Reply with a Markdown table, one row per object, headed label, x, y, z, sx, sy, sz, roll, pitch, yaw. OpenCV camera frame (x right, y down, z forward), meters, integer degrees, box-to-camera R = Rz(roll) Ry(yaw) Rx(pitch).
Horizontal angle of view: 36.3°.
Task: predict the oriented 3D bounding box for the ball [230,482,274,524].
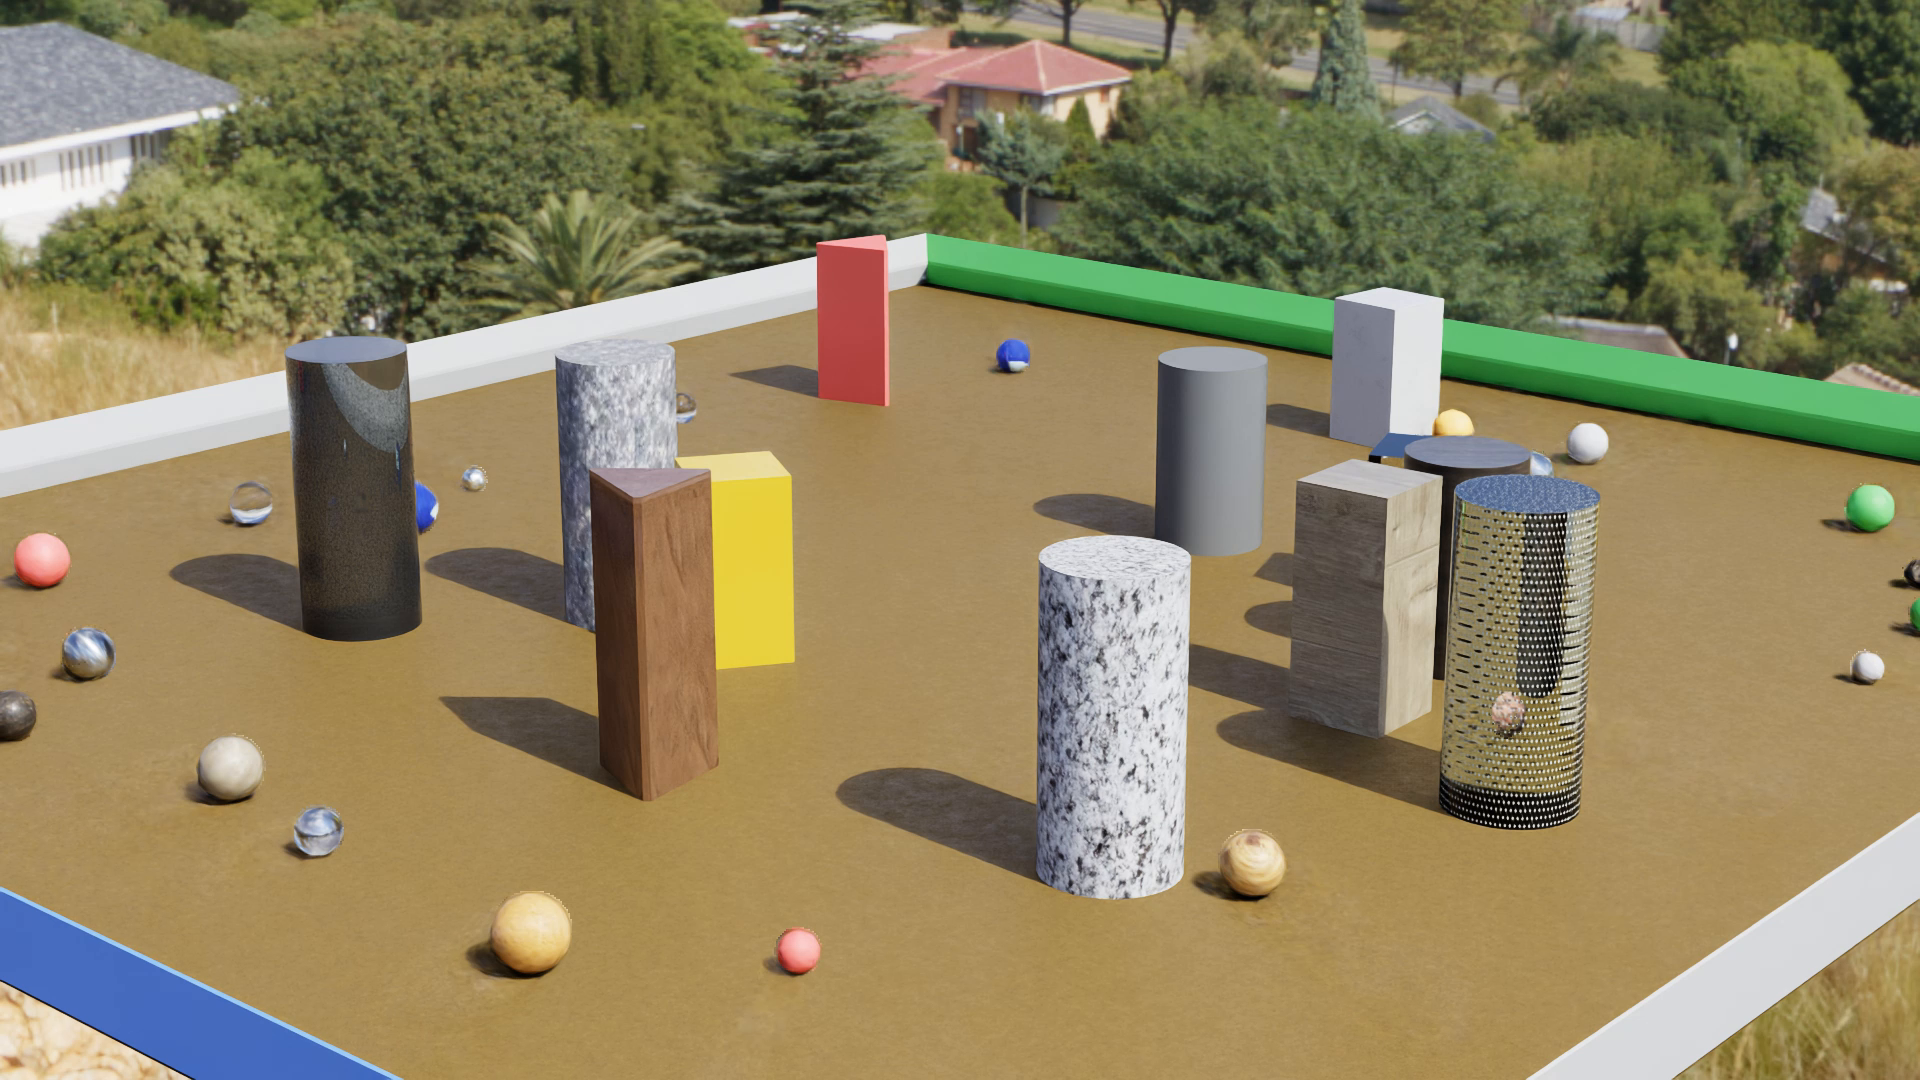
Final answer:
| label | x | y | z | sx | sy | sz | roll | pitch | yaw |
| --- | --- | --- | --- | --- | --- | --- | --- | --- | --- |
| ball | -1.341 | -0.070 | 5.548 | 0.081 | 0.081 | 0.081 | 0 | 17 | 0 |

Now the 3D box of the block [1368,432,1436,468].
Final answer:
| label | x | y | z | sx | sy | sz | roll | pitch | yaw |
| --- | --- | --- | --- | --- | --- | --- | --- | --- | --- |
| block | 0.799 | -0.029 | 5.083 | 0.160 | 0.271 | 0.160 | 6 | 18 | 19 |

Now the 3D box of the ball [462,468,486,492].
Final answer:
| label | x | y | z | sx | sy | sz | roll | pitch | yaw |
| --- | --- | --- | --- | --- | --- | --- | --- | --- | --- |
| ball | -0.957 | -0.118 | 5.769 | 0.046 | 0.046 | 0.046 | 0 | 17 | 0 |

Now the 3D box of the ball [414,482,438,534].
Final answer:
| label | x | y | z | sx | sy | sz | roll | pitch | yaw |
| --- | --- | --- | --- | --- | --- | --- | --- | --- | --- |
| ball | -1.027 | -0.060 | 5.484 | 0.099 | 0.099 | 0.099 | 0 | 17 | 0 |

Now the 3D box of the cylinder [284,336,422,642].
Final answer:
| label | x | y | z | sx | sy | sz | roll | pitch | yaw |
| --- | --- | --- | --- | --- | --- | --- | --- | --- | --- |
| cylinder | -1.016 | -0.087 | 4.920 | 0.200 | 0.477 | 0.200 | 0 | 17 | 0 |

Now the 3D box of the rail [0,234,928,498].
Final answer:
| label | x | y | z | sx | sy | sz | roll | pitch | yaw |
| --- | --- | --- | --- | --- | --- | --- | --- | --- | --- |
| rail | -1.359 | -0.308 | 6.249 | 0.045 | 0.130 | 3.928 | 14 | 22 | 39 |

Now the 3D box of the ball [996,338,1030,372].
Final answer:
| label | x | y | z | sx | sy | sz | roll | pitch | yaw |
| --- | --- | --- | --- | --- | --- | --- | --- | --- | --- |
| ball | 0.122 | -0.423 | 6.726 | 0.079 | 0.079 | 0.079 | 0 | 17 | 0 |

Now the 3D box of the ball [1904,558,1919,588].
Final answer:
| label | x | y | z | sx | sy | sz | roll | pitch | yaw |
| --- | --- | --- | --- | --- | --- | --- | --- | --- | --- |
| ball | 1.692 | 0.060 | 5.168 | 0.052 | 0.052 | 0.052 | 0 | 17 | 0 |

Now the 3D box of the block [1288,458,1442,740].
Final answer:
| label | x | y | z | sx | sy | sz | roll | pitch | yaw |
| --- | --- | --- | --- | --- | --- | --- | --- | --- | --- |
| block | 0.622 | 0.088 | 4.505 | 0.160 | 0.380 | 0.160 | 13 | 21 | 37 |

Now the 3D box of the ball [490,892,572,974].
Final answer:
| label | x | y | z | sx | sy | sz | roll | pitch | yaw |
| --- | --- | --- | --- | --- | --- | --- | --- | --- | --- |
| ball | -0.535 | 0.490 | 3.655 | 0.100 | 0.100 | 0.100 | 0 | 17 | 0 |

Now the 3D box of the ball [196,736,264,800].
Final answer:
| label | x | y | z | sx | sy | sz | roll | pitch | yaw |
| --- | --- | --- | --- | --- | --- | --- | --- | --- | --- |
| ball | -1.047 | 0.328 | 4.207 | 0.093 | 0.093 | 0.093 | 0 | 17 | 0 |

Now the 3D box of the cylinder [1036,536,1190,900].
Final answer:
| label | x | y | z | sx | sy | sz | roll | pitch | yaw |
| --- | --- | --- | --- | --- | --- | --- | --- | --- | --- |
| cylinder | 0.203 | 0.235 | 3.910 | 0.200 | 0.443 | 0.200 | 0 | 17 | 0 |

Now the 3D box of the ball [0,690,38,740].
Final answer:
| label | x | y | z | sx | sy | sz | roll | pitch | yaw |
| --- | --- | --- | --- | --- | --- | --- | --- | --- | --- |
| ball | -1.438 | 0.265 | 4.442 | 0.077 | 0.077 | 0.077 | 0 | 17 | 0 |

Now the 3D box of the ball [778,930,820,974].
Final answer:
| label | x | y | z | sx | sy | sz | roll | pitch | yaw |
| --- | --- | --- | --- | --- | --- | --- | --- | --- | --- |
| ball | -0.201 | 0.514 | 3.658 | 0.054 | 0.054 | 0.054 | 0 | 17 | 0 |

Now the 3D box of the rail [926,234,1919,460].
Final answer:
| label | x | y | z | sx | sy | sz | roll | pitch | yaw |
| --- | --- | --- | --- | --- | --- | --- | --- | --- | --- |
| rail | 1.272 | -0.390 | 6.523 | 3.646 | 0.130 | 0.045 | 14 | 22 | 39 |

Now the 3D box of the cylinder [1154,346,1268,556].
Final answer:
| label | x | y | z | sx | sy | sz | roll | pitch | yaw |
| --- | --- | --- | --- | --- | --- | --- | --- | --- | --- |
| cylinder | 0.462 | -0.165 | 5.404 | 0.200 | 0.347 | 0.200 | 0 | 17 | 0 |

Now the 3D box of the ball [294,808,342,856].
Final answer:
| label | x | y | z | sx | sy | sz | roll | pitch | yaw |
| --- | --- | --- | --- | --- | --- | --- | --- | --- | --- |
| ball | -0.879 | 0.399 | 4.015 | 0.066 | 0.066 | 0.066 | 0 | 17 | 0 |

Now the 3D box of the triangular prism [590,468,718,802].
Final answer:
| label | x | y | z | sx | sy | sz | roll | pitch | yaw |
| --- | --- | --- | --- | --- | --- | --- | --- | --- | --- |
| triangular prism | -0.468 | 0.126 | 4.252 | 0.150 | 0.454 | 0.173 | 10 | 19 | 30 |

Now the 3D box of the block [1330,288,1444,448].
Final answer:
| label | x | y | z | sx | sy | sz | roll | pitch | yaw |
| --- | --- | --- | --- | --- | --- | --- | --- | --- | --- |
| block | 0.891 | -0.358 | 6.128 | 0.160 | 0.299 | 0.160 | -15 | 22 | -41 |

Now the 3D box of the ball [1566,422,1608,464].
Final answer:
| label | x | y | z | sx | sy | sz | roll | pitch | yaw |
| --- | --- | --- | --- | --- | --- | --- | --- | --- | --- |
| ball | 1.276 | -0.197 | 5.964 | 0.084 | 0.084 | 0.084 | 0 | 17 | 0 |

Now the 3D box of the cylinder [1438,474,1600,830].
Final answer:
| label | x | y | z | sx | sy | sz | roll | pitch | yaw |
| --- | --- | --- | --- | --- | --- | --- | --- | --- | --- |
| cylinder | 0.787 | 0.157 | 4.135 | 0.200 | 0.462 | 0.200 | 0 | 17 | 0 |

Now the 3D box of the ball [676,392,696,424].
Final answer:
| label | x | y | z | sx | sy | sz | roll | pitch | yaw |
| --- | --- | --- | --- | --- | --- | --- | --- | --- | --- |
| ball | -0.597 | -0.282 | 6.278 | 0.066 | 0.066 | 0.066 | 0 | 17 | 0 |

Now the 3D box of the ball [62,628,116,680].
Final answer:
| label | x | y | z | sx | sy | sz | roll | pitch | yaw |
| --- | --- | --- | --- | --- | --- | --- | --- | --- | --- |
| ball | -1.400 | 0.182 | 4.709 | 0.083 | 0.083 | 0.083 | 0 | 17 | 0 |

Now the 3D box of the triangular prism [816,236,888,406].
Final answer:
| label | x | y | z | sx | sy | sz | roll | pitch | yaw |
| --- | --- | --- | --- | --- | --- | --- | --- | --- | --- |
| triangular prism | -0.204 | -0.490 | 6.484 | 0.173 | 0.347 | 0.150 | 8 | 19 | 25 |

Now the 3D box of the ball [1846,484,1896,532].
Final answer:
| label | x | y | z | sx | sy | sz | roll | pitch | yaw |
| --- | --- | --- | --- | --- | --- | --- | --- | --- | --- |
| ball | 1.709 | -0.060 | 5.504 | 0.088 | 0.088 | 0.088 | 0 | 17 | 0 |

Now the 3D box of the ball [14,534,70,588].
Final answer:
| label | x | y | z | sx | sy | sz | roll | pitch | yaw |
| --- | --- | --- | --- | --- | --- | --- | --- | --- | --- |
| ball | -1.620 | 0.036 | 5.171 | 0.096 | 0.096 | 0.096 | 0 | 17 | 0 |

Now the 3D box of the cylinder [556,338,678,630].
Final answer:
| label | x | y | z | sx | sy | sz | roll | pitch | yaw |
| --- | --- | --- | --- | --- | --- | --- | --- | --- | --- |
| cylinder | -0.576 | -0.094 | 4.969 | 0.200 | 0.461 | 0.200 | 0 | 17 | 0 |

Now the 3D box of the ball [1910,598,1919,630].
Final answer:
| label | x | y | z | sx | sy | sz | roll | pitch | yaw |
| --- | --- | --- | --- | --- | --- | --- | --- | --- | --- |
| ball | 1.631 | 0.125 | 4.922 | 0.069 | 0.069 | 0.069 | 0 | 17 | 0 |

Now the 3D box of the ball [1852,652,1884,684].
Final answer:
| label | x | y | z | sx | sy | sz | roll | pitch | yaw |
| --- | --- | --- | --- | --- | --- | --- | --- | --- | --- |
| ball | 1.453 | 0.204 | 4.692 | 0.049 | 0.049 | 0.049 | 0 | 17 | 0 |

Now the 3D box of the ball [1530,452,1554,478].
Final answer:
| label | x | y | z | sx | sy | sz | roll | pitch | yaw |
| --- | --- | --- | --- | --- | --- | --- | --- | --- | --- |
| ball | 1.114 | -0.126 | 5.718 | 0.091 | 0.091 | 0.091 | 0 | 17 | 0 |

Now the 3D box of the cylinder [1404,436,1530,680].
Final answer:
| label | x | y | z | sx | sy | sz | roll | pitch | yaw |
| --- | --- | --- | --- | --- | --- | --- | --- | --- | --- |
| cylinder | 0.812 | 0.029 | 4.744 | 0.200 | 0.355 | 0.200 | 0 | 17 | 0 |

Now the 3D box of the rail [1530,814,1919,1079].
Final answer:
| label | x | y | z | sx | sy | sz | roll | pitch | yaw |
| --- | --- | --- | --- | --- | --- | --- | --- | --- | --- |
| rail | 1.359 | 0.373 | 3.990 | 0.045 | 0.130 | 3.928 | 14 | 22 | 39 |

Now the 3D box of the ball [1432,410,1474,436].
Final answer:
| label | x | y | z | sx | sy | sz | roll | pitch | yaw |
| --- | --- | --- | --- | --- | --- | --- | --- | --- | --- |
| ball | 1.018 | -0.226 | 6.060 | 0.085 | 0.085 | 0.085 | 0 | 17 | 0 |

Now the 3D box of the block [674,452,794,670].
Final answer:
| label | x | y | z | sx | sy | sz | roll | pitch | yaw |
| --- | --- | --- | --- | --- | --- | --- | --- | --- | --- |
| block | -0.369 | 0.033 | 4.800 | 0.160 | 0.316 | 0.160 | -5 | 17 | -15 |

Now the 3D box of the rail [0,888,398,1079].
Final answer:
| label | x | y | z | sx | sy | sz | roll | pitch | yaw |
| --- | --- | --- | --- | --- | --- | --- | --- | --- | --- |
| rail | -1.272 | 0.455 | 3.717 | 3.646 | 0.130 | 0.045 | 14 | 22 | 39 |

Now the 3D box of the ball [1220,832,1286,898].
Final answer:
| label | x | y | z | sx | sy | sz | roll | pitch | yaw |
| --- | --- | --- | --- | --- | --- | --- | --- | --- | --- |
| ball | 0.388 | 0.429 | 3.881 | 0.087 | 0.087 | 0.087 | 0 | 17 | 0 |

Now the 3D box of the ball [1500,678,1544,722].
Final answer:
| label | x | y | z | sx | sy | sz | roll | pitch | yaw |
| --- | --- | --- | --- | --- | --- | --- | --- | --- | --- |
| ball | 0.866 | 0.247 | 4.519 | 0.068 | 0.068 | 0.068 | 0 | 17 | 0 |
